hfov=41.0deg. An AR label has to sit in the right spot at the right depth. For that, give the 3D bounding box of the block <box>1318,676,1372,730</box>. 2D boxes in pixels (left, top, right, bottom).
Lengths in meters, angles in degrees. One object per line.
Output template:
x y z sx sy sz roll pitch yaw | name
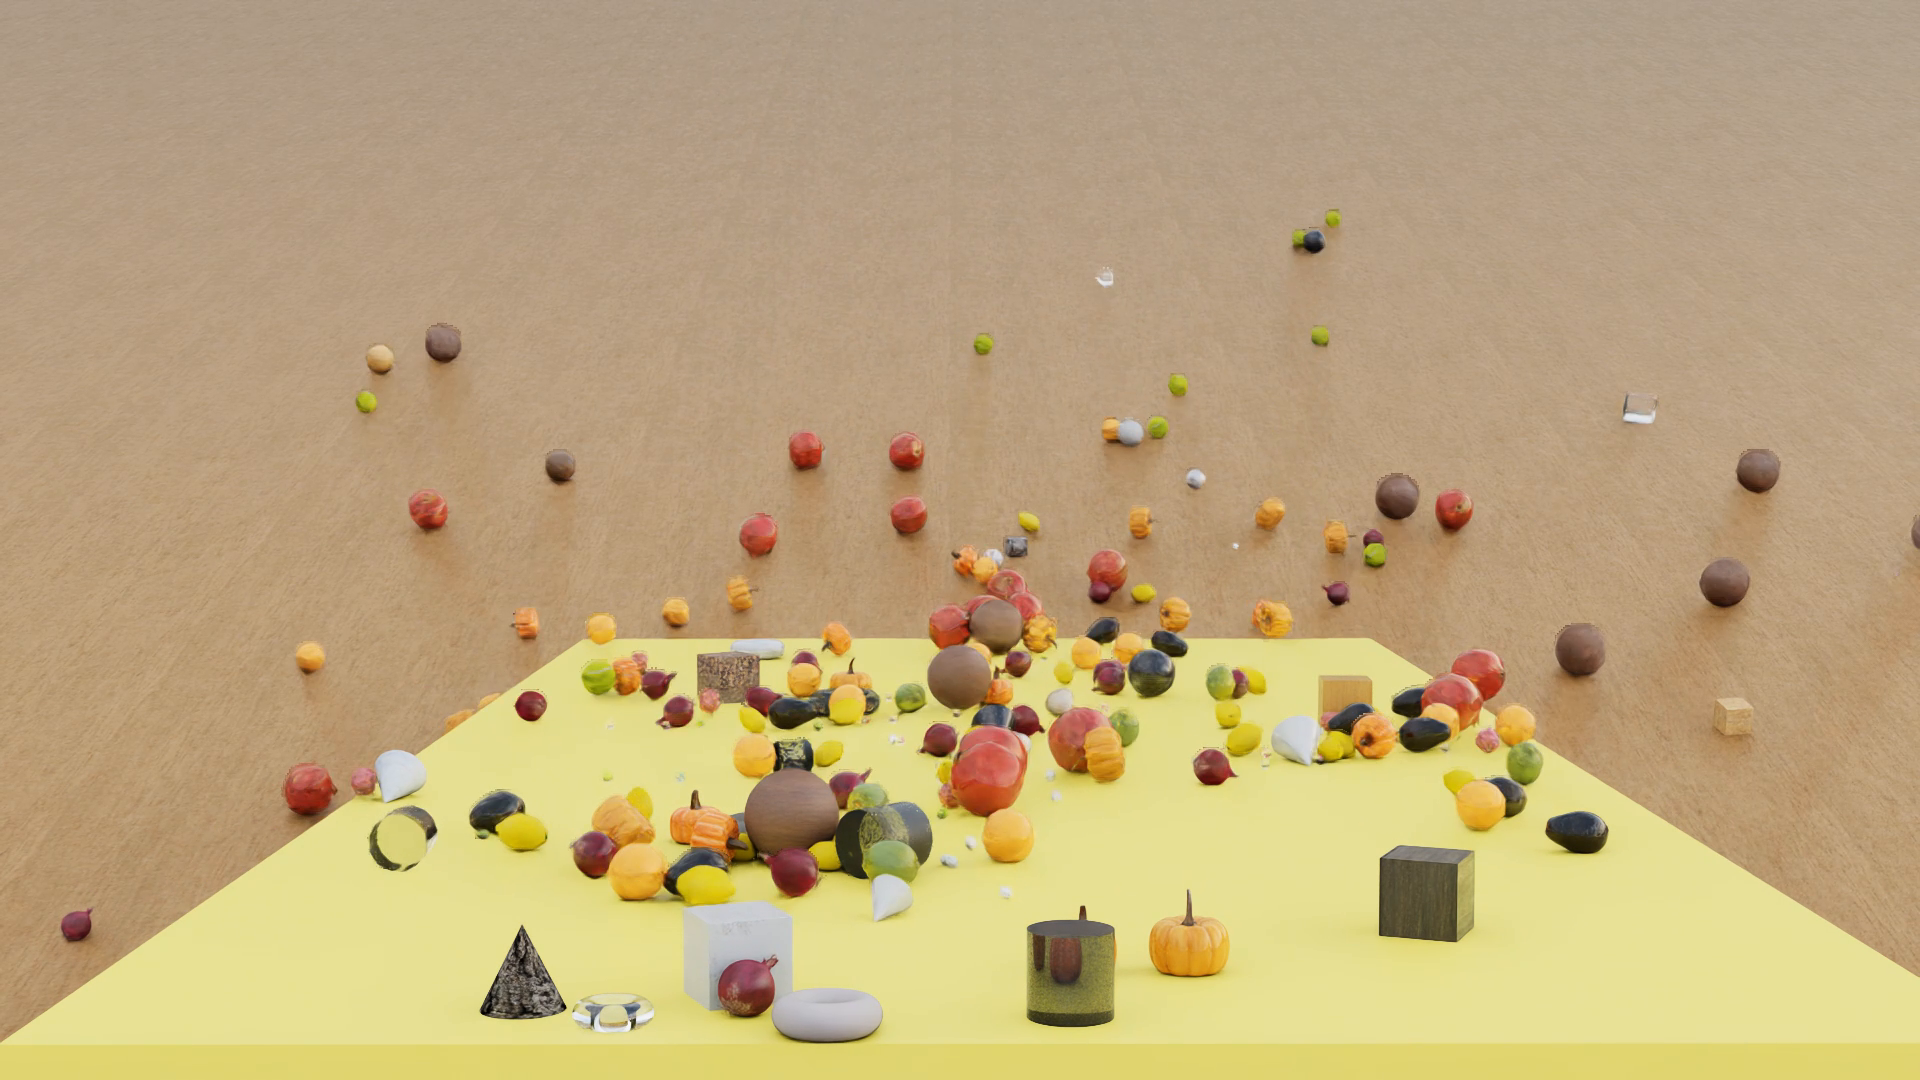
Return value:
0.729 0.307 4.858 0.092 0.092 0.092 0 4 2 | block

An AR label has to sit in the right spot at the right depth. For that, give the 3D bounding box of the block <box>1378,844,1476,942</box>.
0.554 0.419 3.047 0.093 0.093 0.093 2 4 24 | block

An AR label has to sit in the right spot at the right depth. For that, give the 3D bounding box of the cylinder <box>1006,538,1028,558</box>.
0.162 0.021 7.355 0.054 0.054 0.054 -4 20 -14 | cylinder

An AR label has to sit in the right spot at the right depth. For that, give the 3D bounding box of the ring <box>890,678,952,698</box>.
-0.083 0.323 5.357 0.131 0.044 0.131 0 18 0 | ring

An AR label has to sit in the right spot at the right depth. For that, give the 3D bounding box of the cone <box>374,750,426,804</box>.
-0.887 0.387 4.015 0.085 0.085 0.085 2 30 6 | cone

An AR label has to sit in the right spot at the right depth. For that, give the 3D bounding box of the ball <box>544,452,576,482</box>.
-1.242 -0.228 7.980 0.095 0.095 0.095 0 20 0 | ball

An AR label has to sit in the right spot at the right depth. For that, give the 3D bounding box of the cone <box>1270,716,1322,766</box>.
0.586 0.362 4.391 0.090 0.090 0.090 -3 30 -8 | cone

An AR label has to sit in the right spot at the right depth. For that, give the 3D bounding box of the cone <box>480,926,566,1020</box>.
-0.455 0.444 2.673 0.090 0.090 0.090 0 4 0 | cone

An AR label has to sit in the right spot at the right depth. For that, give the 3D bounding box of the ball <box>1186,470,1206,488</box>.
0.726 -0.188 7.920 0.059 0.059 0.059 0 20 0 | ball

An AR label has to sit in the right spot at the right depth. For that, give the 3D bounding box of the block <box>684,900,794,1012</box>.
-0.236 0.440 2.724 0.092 0.092 0.092 -2 4 -23 | block

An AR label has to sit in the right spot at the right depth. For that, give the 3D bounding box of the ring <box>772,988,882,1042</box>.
-0.133 0.476 2.577 0.112 0.037 0.112 0 2 0 | ring

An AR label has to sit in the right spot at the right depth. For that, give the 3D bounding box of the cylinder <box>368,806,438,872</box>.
-0.750 0.402 3.462 0.077 0.077 0.077 0 4 0 | cylinder

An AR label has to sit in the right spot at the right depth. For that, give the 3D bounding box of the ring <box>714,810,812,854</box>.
-0.273 0.409 3.593 0.139 0.046 0.139 -1 4 0 | ring

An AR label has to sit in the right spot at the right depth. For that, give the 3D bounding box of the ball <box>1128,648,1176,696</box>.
0.397 0.275 5.320 0.099 0.099 0.099 0 20 0 | ball

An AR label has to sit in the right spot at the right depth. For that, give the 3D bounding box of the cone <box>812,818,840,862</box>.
-0.182 0.423 3.523 0.058 0.058 0.058 4 31 10 | cone

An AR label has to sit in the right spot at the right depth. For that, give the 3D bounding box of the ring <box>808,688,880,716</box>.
-0.227 0.318 5.050 0.143 0.048 0.143 -1 2 0 | ring

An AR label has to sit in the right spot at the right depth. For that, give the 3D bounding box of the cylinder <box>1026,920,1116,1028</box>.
0.114 0.445 2.641 0.091 0.091 0.091 0 4 0 | cylinder

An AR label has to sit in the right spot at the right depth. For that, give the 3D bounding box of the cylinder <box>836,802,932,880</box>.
-0.101 0.398 3.407 0.091 0.091 0.091 18 14 40 | cylinder

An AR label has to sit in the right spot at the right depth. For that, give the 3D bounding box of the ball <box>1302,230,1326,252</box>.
1.490 -1.256 10.794 0.096 0.096 0.096 0 20 0 | ball

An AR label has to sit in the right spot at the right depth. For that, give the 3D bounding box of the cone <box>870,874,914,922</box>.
-0.094 0.448 3.125 0.057 0.057 0.057 8 33 20 | cone

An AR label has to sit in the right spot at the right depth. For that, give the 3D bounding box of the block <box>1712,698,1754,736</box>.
1.874 0.427 6.225 0.067 0.067 0.067 -3 20 -9 | block

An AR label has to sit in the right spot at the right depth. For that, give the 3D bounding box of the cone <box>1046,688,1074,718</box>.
0.204 0.331 4.999 0.061 0.061 0.061 -6 32 -16 | cone

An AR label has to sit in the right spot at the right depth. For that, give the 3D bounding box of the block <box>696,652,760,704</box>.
-0.475 0.282 5.262 0.094 0.094 0.094 -2 4 -34 | block

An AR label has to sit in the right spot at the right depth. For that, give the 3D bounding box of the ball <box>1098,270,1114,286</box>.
0.583 -1.046 10.262 0.065 0.065 0.065 0 20 0 | ball

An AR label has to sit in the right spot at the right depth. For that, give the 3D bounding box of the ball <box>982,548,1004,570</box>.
0.093 0.053 7.263 0.057 0.057 0.057 0 20 0 | ball

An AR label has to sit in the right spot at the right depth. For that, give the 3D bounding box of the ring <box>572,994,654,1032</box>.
-0.352 0.480 2.606 0.083 0.028 0.083 0 2 0 | ring

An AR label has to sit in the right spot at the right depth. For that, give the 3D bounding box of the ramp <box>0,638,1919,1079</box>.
0.047 0.424 4.534 2.000 0.100 4.000 0 4 0 | ramp

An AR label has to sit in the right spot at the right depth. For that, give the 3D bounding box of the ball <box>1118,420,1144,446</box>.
0.551 -0.346 8.315 0.085 0.085 0.085 0 20 0 | ball

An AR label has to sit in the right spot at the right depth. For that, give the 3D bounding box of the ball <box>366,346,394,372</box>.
-2.057 -0.641 9.108 0.098 0.098 0.098 0 20 0 | ball

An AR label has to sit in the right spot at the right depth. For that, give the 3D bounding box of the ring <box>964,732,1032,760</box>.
0.066 0.358 4.477 0.118 0.039 0.118 -1 3 0 | ring

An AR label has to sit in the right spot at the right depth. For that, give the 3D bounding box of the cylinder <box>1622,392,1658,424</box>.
2.264 -0.437 8.551 0.092 0.092 0.092 11 23 23 | cylinder
